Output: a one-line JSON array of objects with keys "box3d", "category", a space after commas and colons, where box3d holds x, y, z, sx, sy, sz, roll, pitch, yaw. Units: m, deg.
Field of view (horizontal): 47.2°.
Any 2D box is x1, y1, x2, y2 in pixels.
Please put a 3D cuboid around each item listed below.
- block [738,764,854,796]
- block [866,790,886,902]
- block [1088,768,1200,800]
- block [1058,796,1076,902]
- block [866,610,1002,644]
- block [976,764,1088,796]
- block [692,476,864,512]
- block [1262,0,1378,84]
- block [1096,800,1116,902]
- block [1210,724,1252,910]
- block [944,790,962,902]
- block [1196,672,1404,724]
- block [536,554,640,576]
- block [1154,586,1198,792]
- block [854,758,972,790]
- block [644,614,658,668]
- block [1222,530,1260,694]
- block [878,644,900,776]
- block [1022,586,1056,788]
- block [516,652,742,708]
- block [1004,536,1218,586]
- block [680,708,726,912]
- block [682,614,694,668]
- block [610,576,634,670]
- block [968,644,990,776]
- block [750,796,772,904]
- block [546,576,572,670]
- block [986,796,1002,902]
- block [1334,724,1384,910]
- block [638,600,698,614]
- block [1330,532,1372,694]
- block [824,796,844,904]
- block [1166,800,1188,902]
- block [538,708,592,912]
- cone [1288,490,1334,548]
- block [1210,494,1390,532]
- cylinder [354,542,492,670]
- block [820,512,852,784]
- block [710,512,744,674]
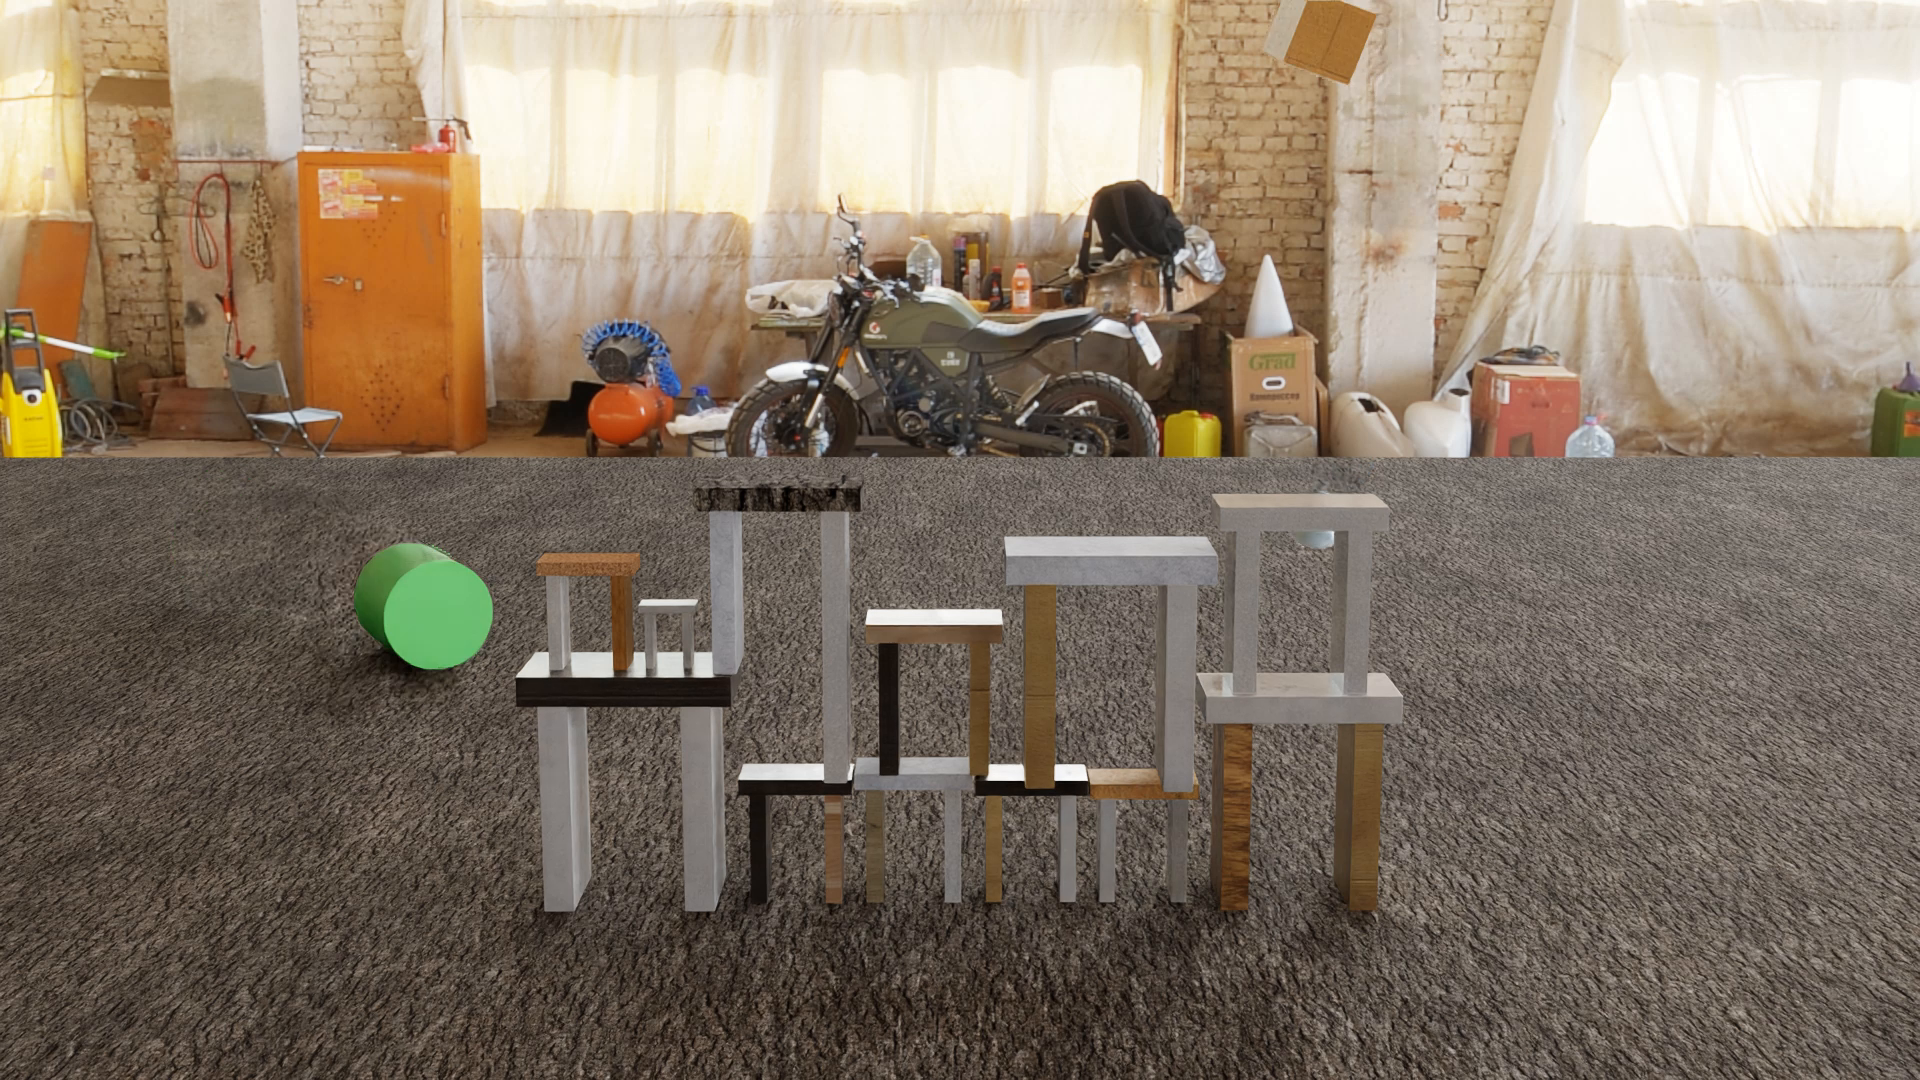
[{"box3d": [-0.269, 0.396, 3.633, 0.185, 0.026, 0.092, 0, 11, 0], "category": "block"}, {"box3d": [-0.140, 0.494, 3.656, 0.027, 0.193, 0.096, 0, 11, 0], "category": "block"}, {"box3d": [0.302, 0.403, 3.635, 0.177, 0.025, 0.089, 0, 11, 0], "category": "block"}, {"box3d": [0.178, 0.499, 3.656, 0.026, 0.183, 0.091, 0, 11, 0], "category": "block"}, {"box3d": [-0.042, 0.141, 3.589, 0.221, 0.031, 0.110, 0, 11, 0], "category": "block"}, {"box3d": [0.117, 0.397, 3.637, 0.183, 0.026, 0.091, 0, 11, 0], "category": "block"}, {"box3d": [-0.290, -0.076, 3.547, 0.266, 0.038, 0.133, 0, 11, 0], "category": "block"}, {"box3d": [0.915, -1.294, 5.607, 0.186, 0.186, 0.186, 16, 17, -15], "category": "block"}, {"box3d": [0.243, 0.502, 3.655, 0.025, 0.177, 0.089, 0, 11, 0], "category": "block"}, {"box3d": [0.448, 0.435, 3.639, 0.045, 0.315, 0.158, 0, 11, 0], "category": "block"}, {"box3d": [-0.012, 0.494, 3.656, 0.027, 0.193, 0.096, 0, 11, 0], "category": "block"}, {"box3d": [0.553, 0.259, 3.606, 0.315, 0.045, 0.158, 0, 11, 0], "category": "block"}, {"box3d": [-0.603, 0.040, 3.569, 0.156, 0.022, 0.078, 0, 11, 0], "category": "block"}, {"box3d": [0.352, 0.224, 3.598, 0.047, 0.341, 0.167, 0, 11, 0], "category": "block"}, {"box3d": [-0.076, 0.386, 3.636, 0.193, 0.027, 0.096, 0, 11, 0], "category": "block"}, {"box3d": [-0.504, 0.159, 3.586, 0.013, 0.092, 0.046, 0, 11, 0], "category": "block"}, {"box3d": [0.458, 0.105, 3.579, 0.038, 0.267, 0.134, 0, 11, 0], "category": "block"}, {"box3d": [-0.116, 0.265, 3.612, 0.031, 0.220, 0.110, 0, 11, 0], "category": "block"}, {"box3d": [0.129, 0.221, 3.598, 0.047, 0.335, 0.167, 0, 11, 0], "category": "block"}, {"box3d": [-0.539, 0.228, 3.603, 0.344, 0.049, 0.172, 0, 11, 0], "category": "block"}, {"box3d": [0.241, 0.033, 3.563, 0.335, 0.047, 0.167, 0, 11, 0], "category": "block"}, {"box3d": [-0.424, 0.421, 3.638, 0.049, 0.344, 0.172, 0, 11, 0], "category": "block"}, {"box3d": [-0.443, 0.159, 3.586, 0.013, 0.092, 0.046, 0, 11, 0], "category": "block"}, {"box3d": [-0.551, 0.127, 3.586, 0.022, 0.156, 0.078, 0, 11, 0], "category": "block"}, {"box3d": [0.031, 0.265, 3.613, 0.031, 0.221, 0.110, 0, 11, -1], "category": "block"}, {"box3d": [-0.331, 0.499, 3.652, 0.026, 0.185, 0.092, 0, 11, 0], "category": "block"}, {"box3d": [-0.654, 0.127, 3.586, 0.022, 0.156, 0.078, 0, 11, 0], "category": "block"}, {"box3d": [0.056, 0.499, 3.656, 0.026, 0.183, 0.091, 0, 11, 0], "category": "block"}, {"box3d": [0.658, 0.435, 3.639, 0.045, 0.315, 0.158, 0, 11, 0], "category": "block"}, {"box3d": [-0.474, 0.108, 3.576, 0.092, 0.013, 0.046, 0, 11, 0], "category": "block"}, {"box3d": [0.636, 0.105, 3.579, 0.038, 0.267, 0.134, 0, 11, 0], "category": "block"}, {"box3d": [-0.208, 0.499, 3.652, 0.026, 0.185, 0.092, 0, 11, 0], "category": "block"}, {"box3d": [0.361, 0.503, 3.655, 0.025, 0.177, 0.089, 0, 11, 0], "category": "block"}, {"box3d": [-0.653, 0.421, 3.638, 0.049, 0.344, 0.172, 0, 11, 0], "category": "block"}, {"box3d": [1.095, -0.084, 6.724, 0.159, 0.159, 0.159, 4, 34, -3], "category": "cone"}, {"box3d": [0.547, -0.045, 3.551, 0.267, 0.038, 0.134, 0, 11, 0], "category": "block"}, {"box3d": [-1.291, 0.157, 5.284, 0.262, 0.262, 0.262, -6, 12, -29], "category": "cylinder"}, {"box3d": [-0.202, 0.163, 3.591, 0.038, 0.447, 0.133, 0, 11, 0], "category": "block"}, {"box3d": [-0.379, 0.073, 3.574, 0.038, 0.265, 0.133, 0, 11, 0], "category": "block"}]
